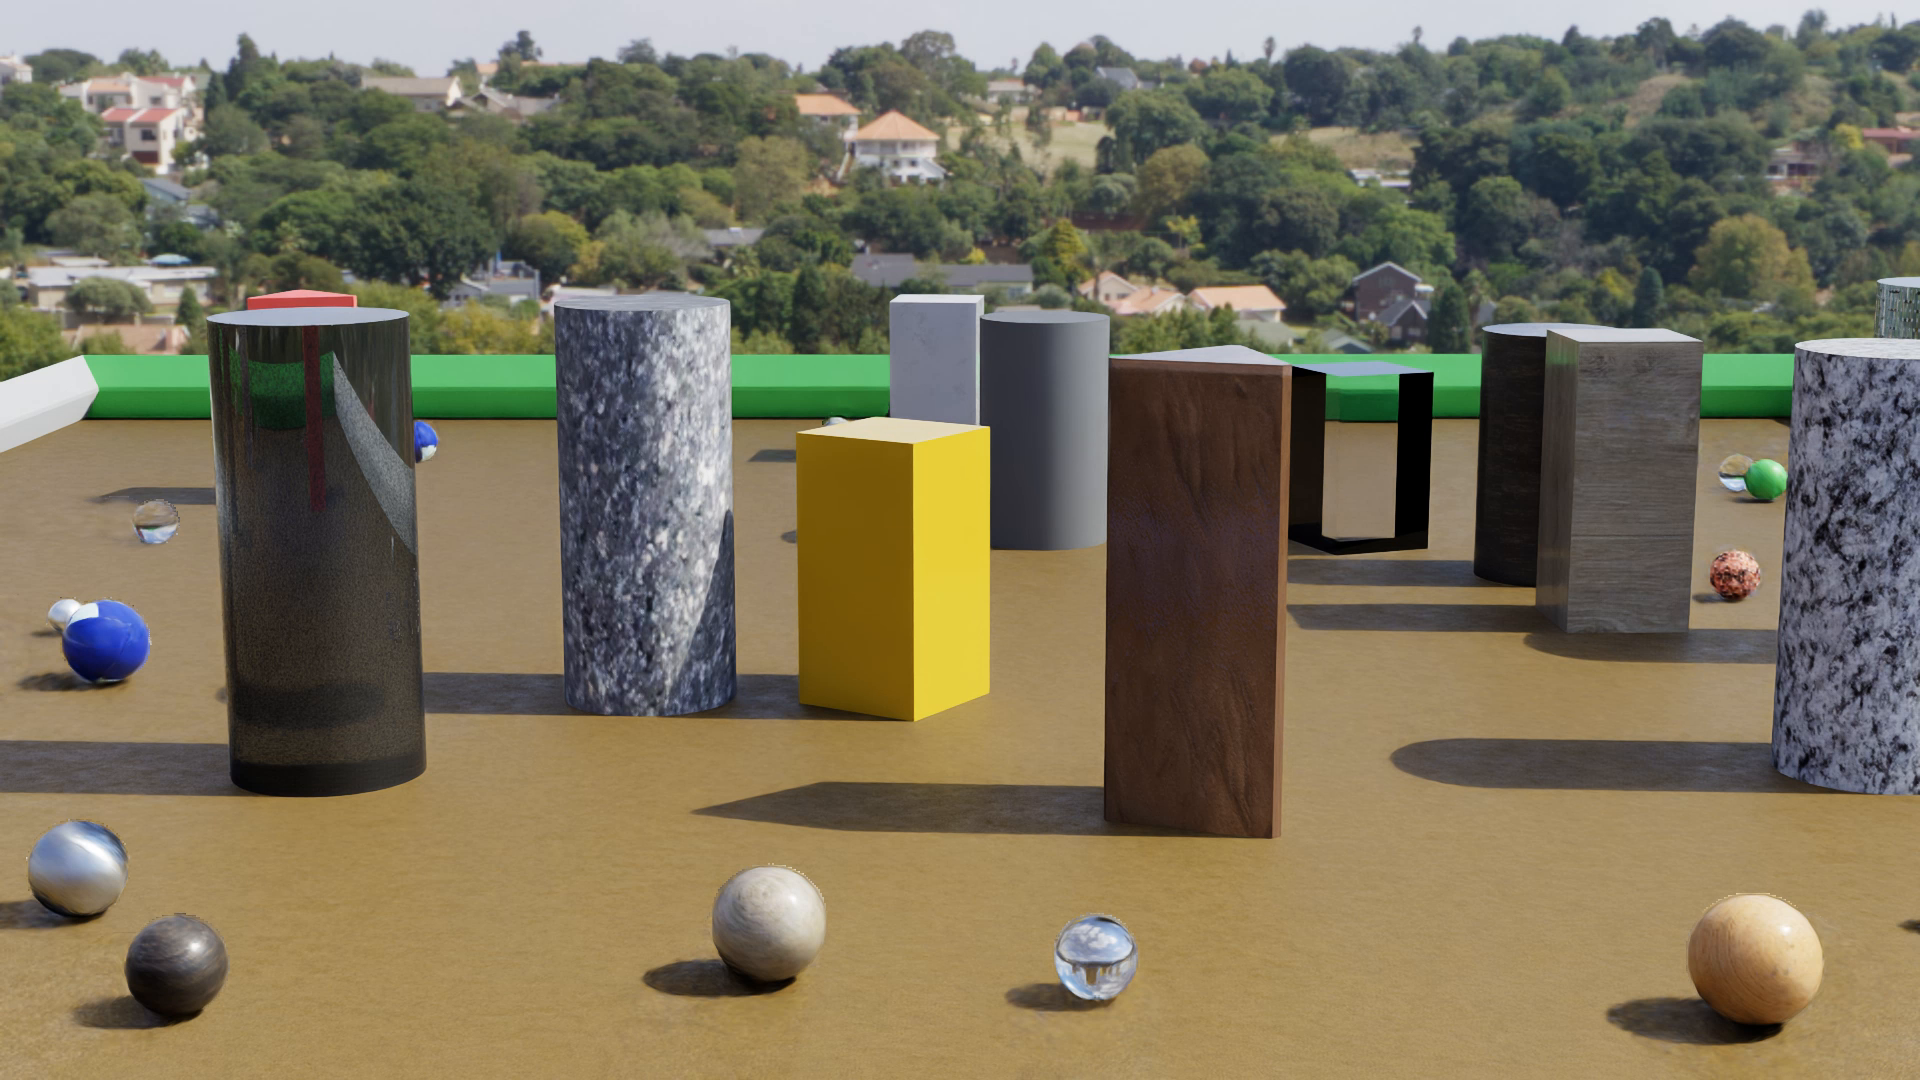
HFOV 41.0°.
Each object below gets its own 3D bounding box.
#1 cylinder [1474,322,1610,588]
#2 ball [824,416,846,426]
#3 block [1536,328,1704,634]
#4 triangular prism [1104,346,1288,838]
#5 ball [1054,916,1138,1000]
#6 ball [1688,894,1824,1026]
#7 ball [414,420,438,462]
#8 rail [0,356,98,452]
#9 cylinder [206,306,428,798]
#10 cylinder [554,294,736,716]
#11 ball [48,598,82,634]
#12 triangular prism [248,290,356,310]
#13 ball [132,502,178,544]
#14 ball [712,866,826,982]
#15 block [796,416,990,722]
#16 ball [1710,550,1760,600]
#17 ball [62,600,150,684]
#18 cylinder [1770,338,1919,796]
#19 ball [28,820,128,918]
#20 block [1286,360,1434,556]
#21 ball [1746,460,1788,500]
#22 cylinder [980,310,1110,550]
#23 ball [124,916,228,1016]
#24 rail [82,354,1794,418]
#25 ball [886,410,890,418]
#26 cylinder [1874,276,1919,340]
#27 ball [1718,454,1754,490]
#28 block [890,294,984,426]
[{"bbox_3d":[0.847,-0.125,3.691,0.200,0.355,0.200,0,10,0],"label":"cylinder"},{"bbox_3d":[-0.240,-0.212,4.992,0.055,0.055,0.055,0,10,0],"label":"ball"},{"bbox_3d":[0.866,-0.081,3.383,0.160,0.380,0.160,0,10,-2],"label":"block"},{"bbox_3d":[0.248,0.043,2.509,0.173,0.454,0.150,4,11,20],"label":"triangular prism"},{"bbox_3d":[0.107,0.330,2.025,0.066,0.066,0.066,0,10,0],"label":"ball"},{"bbox_3d":[0.611,0.323,1.971,0.100,0.100,0.100,0,10,0],"label":"ball"},{"bbox_3d":[-1.010,-0.183,4.766,0.079,0.079,0.079,0,10,0],"label":"ball"},{"bbox_3d":[-1.799,0.035,3.438,0.045,0.130,3.928,0,10,0],"label":"rail"},{"bbox_3d":[-0.660,0.007,2.642,0.200,0.477,0.200,0,10,0],"label":"cylinder"},{"bbox_3d":[-0.362,-0.044,2.965,0.200,0.461,0.200,0,10,0],"label":"cylinder"},{"bbox_3d":[-1.158,0.100,3.327,0.046,0.046,0.046,0,10,0],"label":"ball"},{"bbox_3d":[-1.115,-0.247,4.373,0.173,0.347,0.150,-3,11,-15],"label":"triangular prism"},{"bbox_3d":[-1.240,-0.027,3.954,0.066,0.066,0.066,0,10,0],"label":"ball"},{"bbox_3d":[-0.154,0.309,2.064,0.093,0.093,0.093,0,10,0],"label":"ball"},{"bbox_3d":[-0.076,0.029,2.966,0.160,0.316,0.160,7,12,32],"label":"block"},{"bbox_3d":[1.071,0.048,3.546,0.068,0.068,0.068,0,10,0],"label":"ball"},{"bbox_3d":[-1.020,0.121,3.063,0.099,0.099,0.099,0,10,0],"label":"ball"},{"bbox_3d":[0.955,0.022,2.654,0.200,0.443,0.200,0,10,0],"label":"cylinder"},{"bbox_3d":[-0.764,0.285,2.222,0.083,0.083,0.083,0,10,0],"label":"ball"},{"bbox_3d":[0.612,-0.129,3.942,0.160,0.271,0.160,-4,11,-21],"label":"block"},{"bbox_3d":[1.368,-0.102,4.353,0.069,0.069,0.069,0,10,0],"label":"ball"},{"bbox_3d":[0.130,-0.172,3.972,0.200,0.347,0.200,0,10,0],"label":"cylinder"},{"bbox_3d":[-0.608,0.331,1.992,0.077,0.077,0.077,0,10,0],"label":"ball"},{"bbox_3d":[-0.011,-0.319,5.357,3.646,0.130,0.045,0,10,0],"label":"rail"},{"bbox_3d":[-0.101,-0.226,4.954,0.086,0.086,0.086,0,10,0],"label":"ball"},{"bbox_3d":[1.237,-0.090,3.207,0.200,0.462,0.200,0,10,0],"label":"cylinder"},{"bbox_3d":[1.350,-0.117,4.453,0.063,0.063,0.063,0,10,0],"label":"ball"},{"bbox_3d":[-0.042,-0.303,4.808,0.160,0.299,0.160,1,11,6],"label":"block"}]
